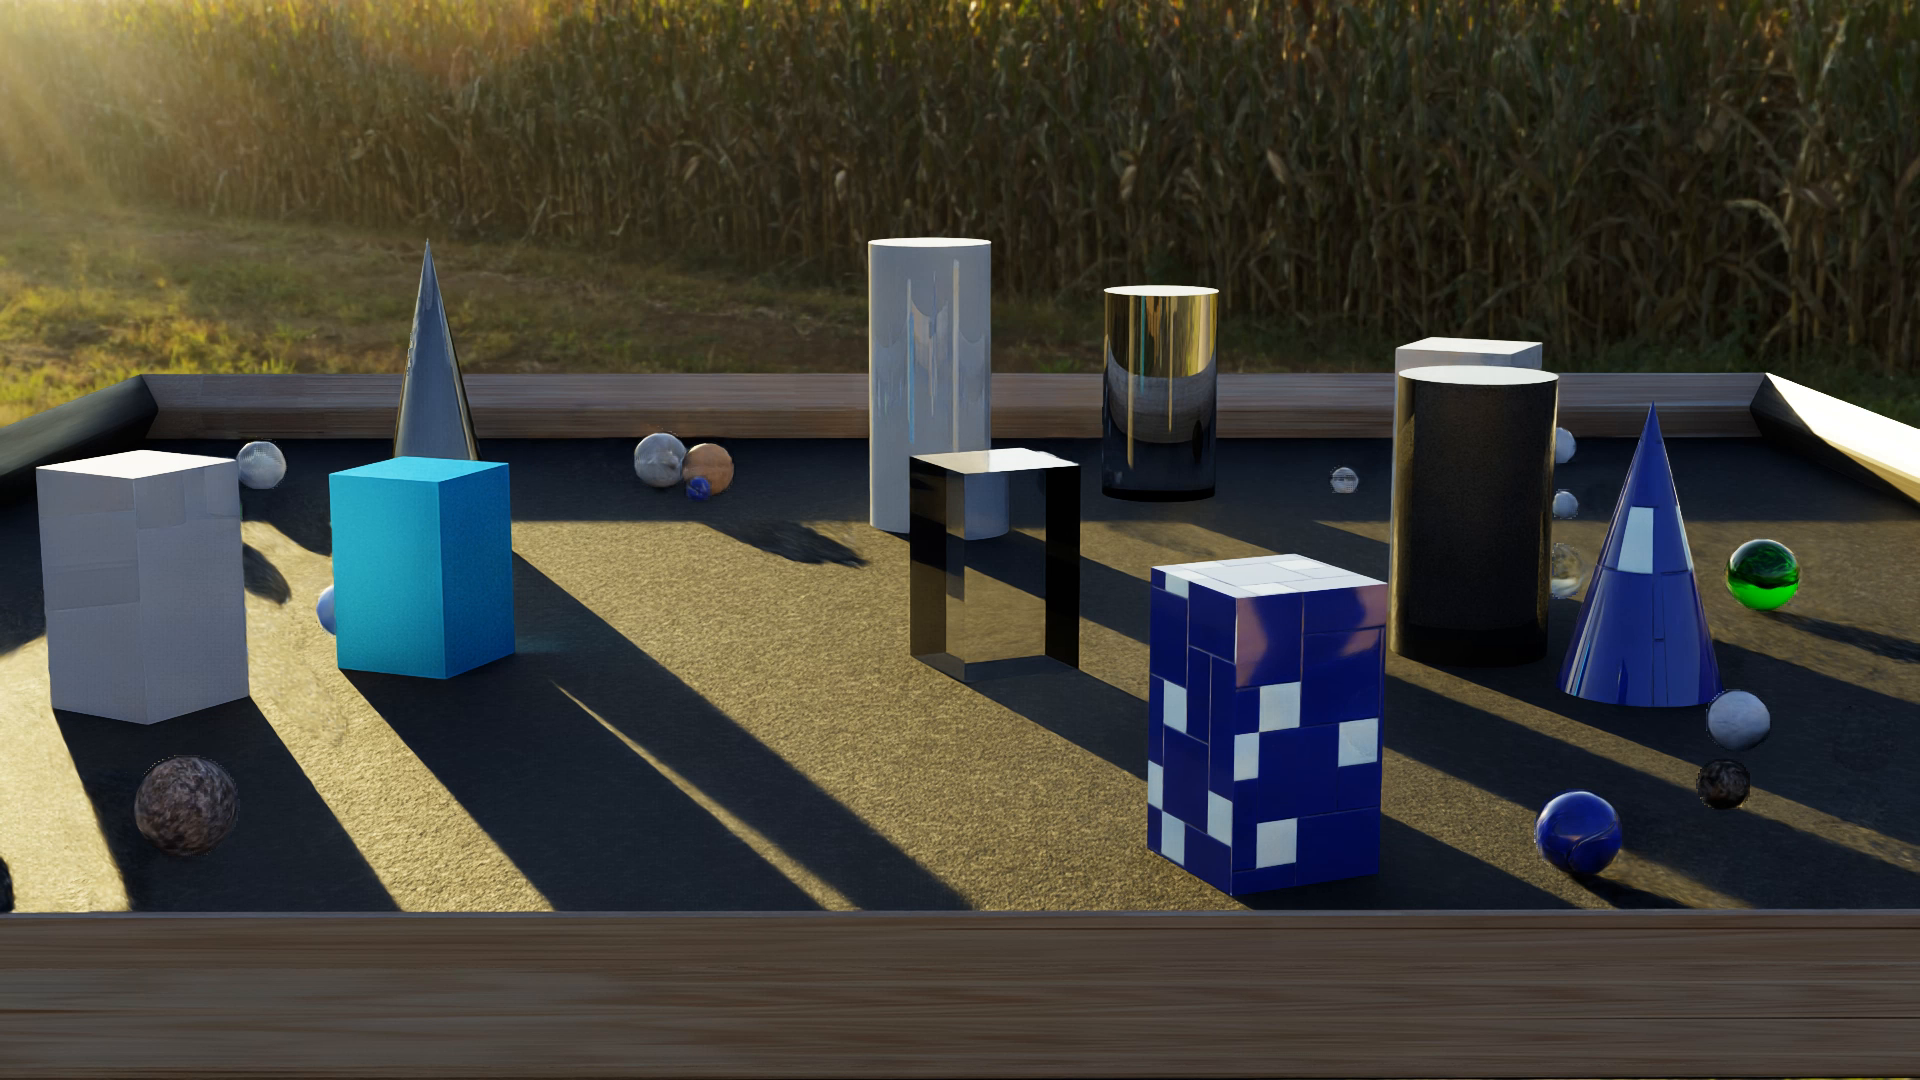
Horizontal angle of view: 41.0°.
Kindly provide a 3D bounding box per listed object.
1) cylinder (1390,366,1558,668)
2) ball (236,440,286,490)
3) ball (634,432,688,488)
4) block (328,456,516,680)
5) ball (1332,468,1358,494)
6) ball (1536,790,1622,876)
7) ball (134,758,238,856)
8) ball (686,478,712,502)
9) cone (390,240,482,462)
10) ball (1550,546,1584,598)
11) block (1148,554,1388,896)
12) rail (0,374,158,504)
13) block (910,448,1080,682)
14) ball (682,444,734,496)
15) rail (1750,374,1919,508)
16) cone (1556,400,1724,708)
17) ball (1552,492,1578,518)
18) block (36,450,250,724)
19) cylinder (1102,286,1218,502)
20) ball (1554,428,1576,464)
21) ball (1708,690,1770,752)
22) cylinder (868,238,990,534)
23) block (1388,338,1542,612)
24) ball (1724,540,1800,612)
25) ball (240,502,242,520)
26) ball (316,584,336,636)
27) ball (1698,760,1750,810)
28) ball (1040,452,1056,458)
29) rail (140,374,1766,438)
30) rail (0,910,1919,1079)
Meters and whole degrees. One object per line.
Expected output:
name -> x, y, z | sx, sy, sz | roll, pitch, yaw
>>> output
cylinder -> 0.640, -0.033, 3.199 | 0.194, 0.348, 0.194 | 0, 11, 0
ball -> -1.209, -0.129, 4.435 | 0.085, 0.085, 0.085 | 0, 11, 0
ball -> -0.520, -0.139, 4.460 | 0.095, 0.095, 0.095 | 0, 11, 0
block -> -0.659, 0.031, 3.152 | 0.155, 0.240, 0.155 | 4, 11, 22
ball -> 0.658, -0.101, 4.391 | 0.046, 0.046, 0.046 | 0, 11, 0
ball -> 0.562, 0.266, 2.330 | 0.077, 0.077, 0.077 | 0, 11, 0
ball -> -0.719, 0.248, 2.385 | 0.092, 0.092, 0.092 | 0, 11, 0
ball -> -0.439, -0.085, 4.313 | 0.042, 0.042, 0.042 | 0, 11, 0
cone -> -0.796, -0.222, 3.878 | 0.194, 0.470, 0.194 | 0, 11, 0
ball -> 0.821, 0.043, 3.520 | 0.070, 0.070, 0.070 | 0, 11, 0
block -> 0.279, 0.164, 2.351 | 0.155, 0.270, 0.155 | -5, 12, -24
rail -> -1.574, 0.034, 3.440 | 0.045, 0.126, 3.253 | 0, 11, 0
block -> 0.041, 0.027, 3.137 | 0.155, 0.252, 0.155 | -5, 12, -25
ball -> -0.431, -0.121, 4.382 | 0.089, 0.089, 0.089 | 0, 11, 0
rail -> 1.574, 0.031, 3.458 | 0.045, 0.126, 3.253 | 0, 11, 0
cone -> 0.804, 0.006, 3.006 | 0.194, 0.342, 0.194 | 0, 11, 0
ball -> 0.979, -0.056, 4.155 | 0.044, 0.044, 0.044 | 0, 11, 0
block -> -0.935, 0.050, 2.941 | 0.155, 0.278, 0.155 | 6, 12, 29
cylinder -> 0.341, -0.252, 4.377 | 0.194, 0.347, 0.194 | 0, 11, 0
ball -> 1.097, -0.173, 4.716 | 0.068, 0.068, 0.068 | 0, 11, 0
ball -> 0.835, 0.194, 2.752 | 0.065, 0.065, 0.065 | 0, 11, 0
cylinder -> -0.048, -0.248, 4.078 | 0.194, 0.449, 0.194 | 0, 11, 0
block -> 0.681, -0.085, 3.459 | 0.155, 0.355, 0.155 | 5, 12, 27
ball -> 1.081, 0.047, 3.455 | 0.097, 0.097, 0.097 | 0, 11, 0
ball -> -1.159, -0.044, 4.012 | 0.073, 0.073, 0.073 | 0, 11, 0
ball -> -0.791, 0.089, 3.300 | 0.071, 0.071, 0.071 | 0, 11, 0
ball -> 0.756, 0.242, 2.538 | 0.048, 0.048, 0.048 | 0, 11, 0
ball -> 0.139, -0.111, 4.356 | 0.078, 0.078, 0.078 | 0, 11, 0
rail -> -0.009, -0.260, 5.025 | 3.195, 0.126, 0.045 | 0, 11, 0
rail -> 0.009, 0.325, 1.873 | 3.195, 0.126, 0.045 | 0, 11, 0
